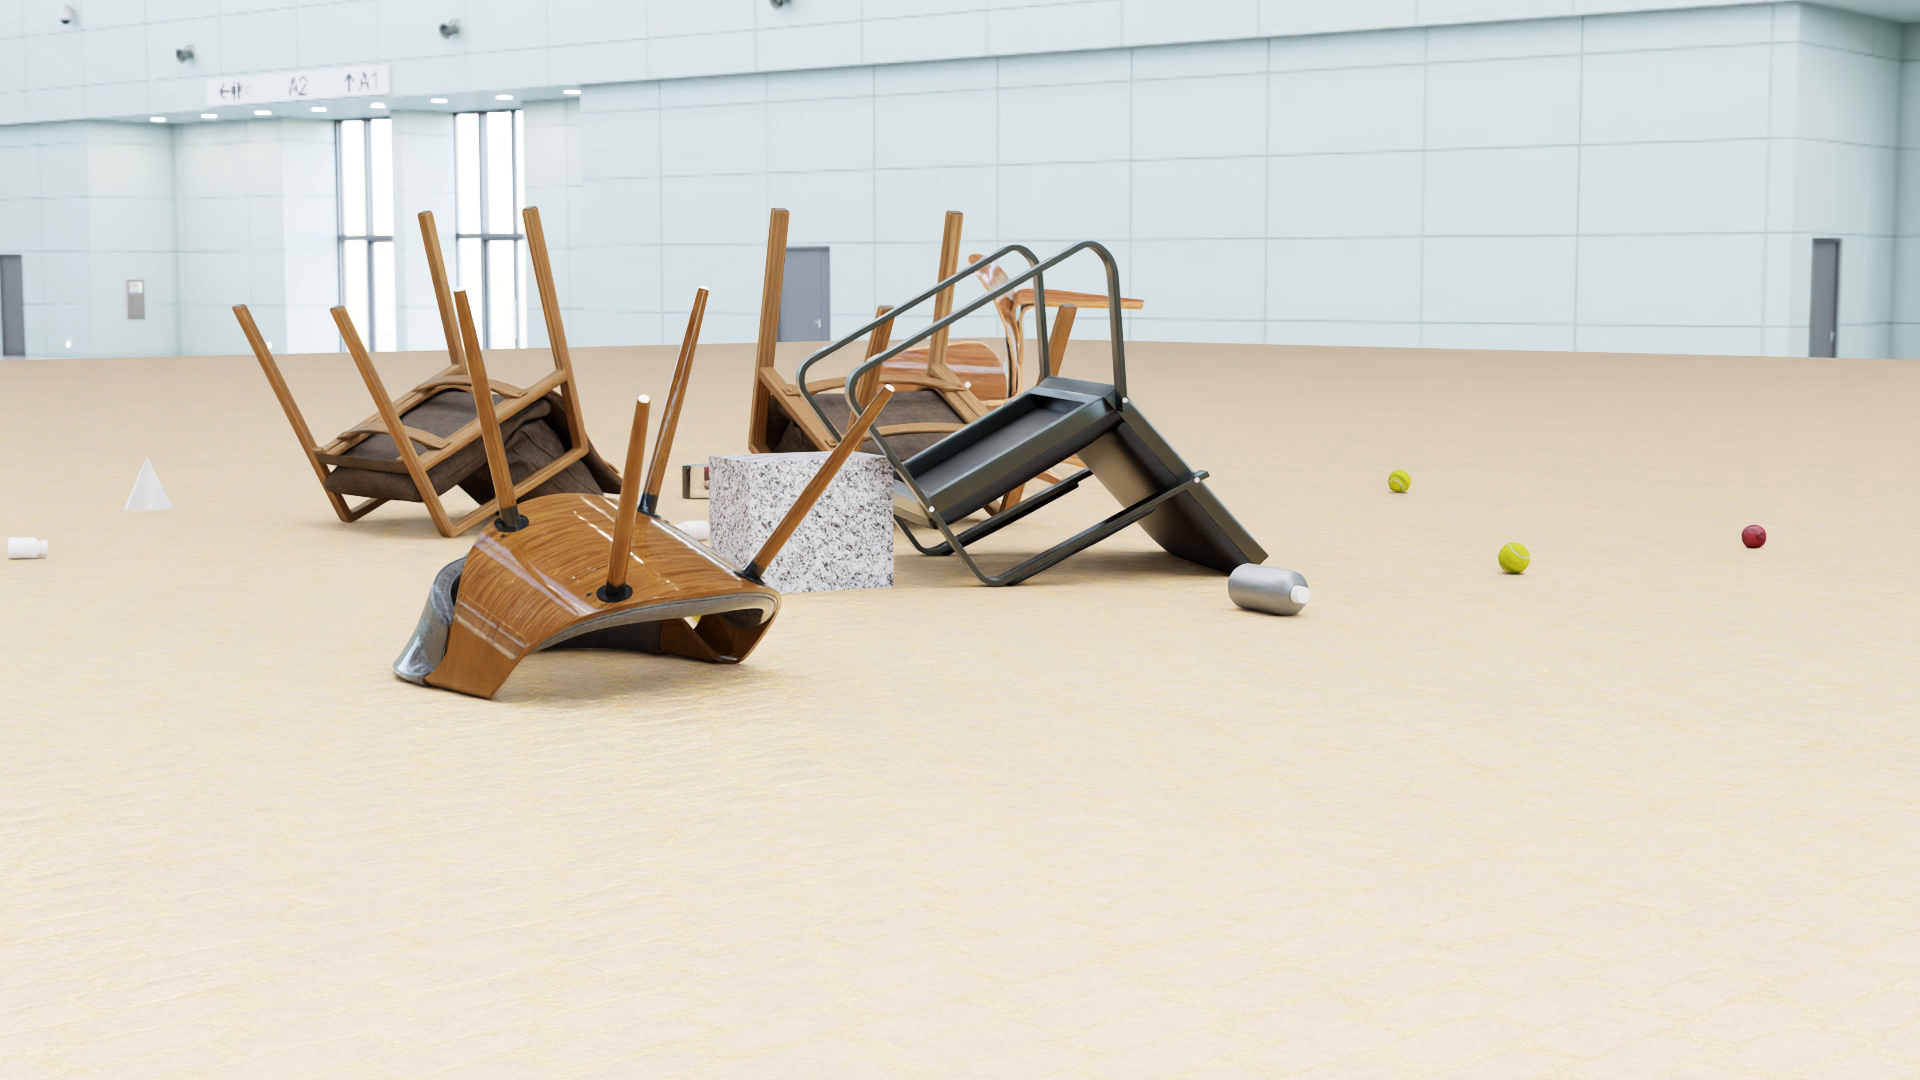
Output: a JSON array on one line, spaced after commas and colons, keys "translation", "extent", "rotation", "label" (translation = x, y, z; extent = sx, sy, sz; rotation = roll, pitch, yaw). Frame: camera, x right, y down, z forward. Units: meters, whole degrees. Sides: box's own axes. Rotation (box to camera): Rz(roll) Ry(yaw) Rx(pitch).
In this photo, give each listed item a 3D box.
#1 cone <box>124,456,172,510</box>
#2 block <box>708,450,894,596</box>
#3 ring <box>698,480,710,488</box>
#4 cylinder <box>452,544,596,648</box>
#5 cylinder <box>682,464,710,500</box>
[{"translation": [-2.305, -0.164, 7.282], "extent": [0.140, 0.148, 0.127], "rotation": [3, 7, 28], "label": "cone"}, {"translation": [-0.339, -0.040, 5.458], "extent": [0.328, 0.276, 0.225], "rotation": [-3, 7, -27], "label": "block"}, {"translation": [-0.771, -0.174, 7.984], "extent": [0.086, 0.024, 0.116], "rotation": [-1, 6, 4], "label": "ring"}, {"translation": [-0.777, 0.099, 4.574], "extent": [0.200, 0.153, 0.209], "rotation": [-4, -35, -31], "label": "cylinder"}, {"translation": [-0.731, -0.175, 7.624], "extent": [0.193, 0.099, 0.097], "rotation": [-2, 6, -17], "label": "cylinder"}]
